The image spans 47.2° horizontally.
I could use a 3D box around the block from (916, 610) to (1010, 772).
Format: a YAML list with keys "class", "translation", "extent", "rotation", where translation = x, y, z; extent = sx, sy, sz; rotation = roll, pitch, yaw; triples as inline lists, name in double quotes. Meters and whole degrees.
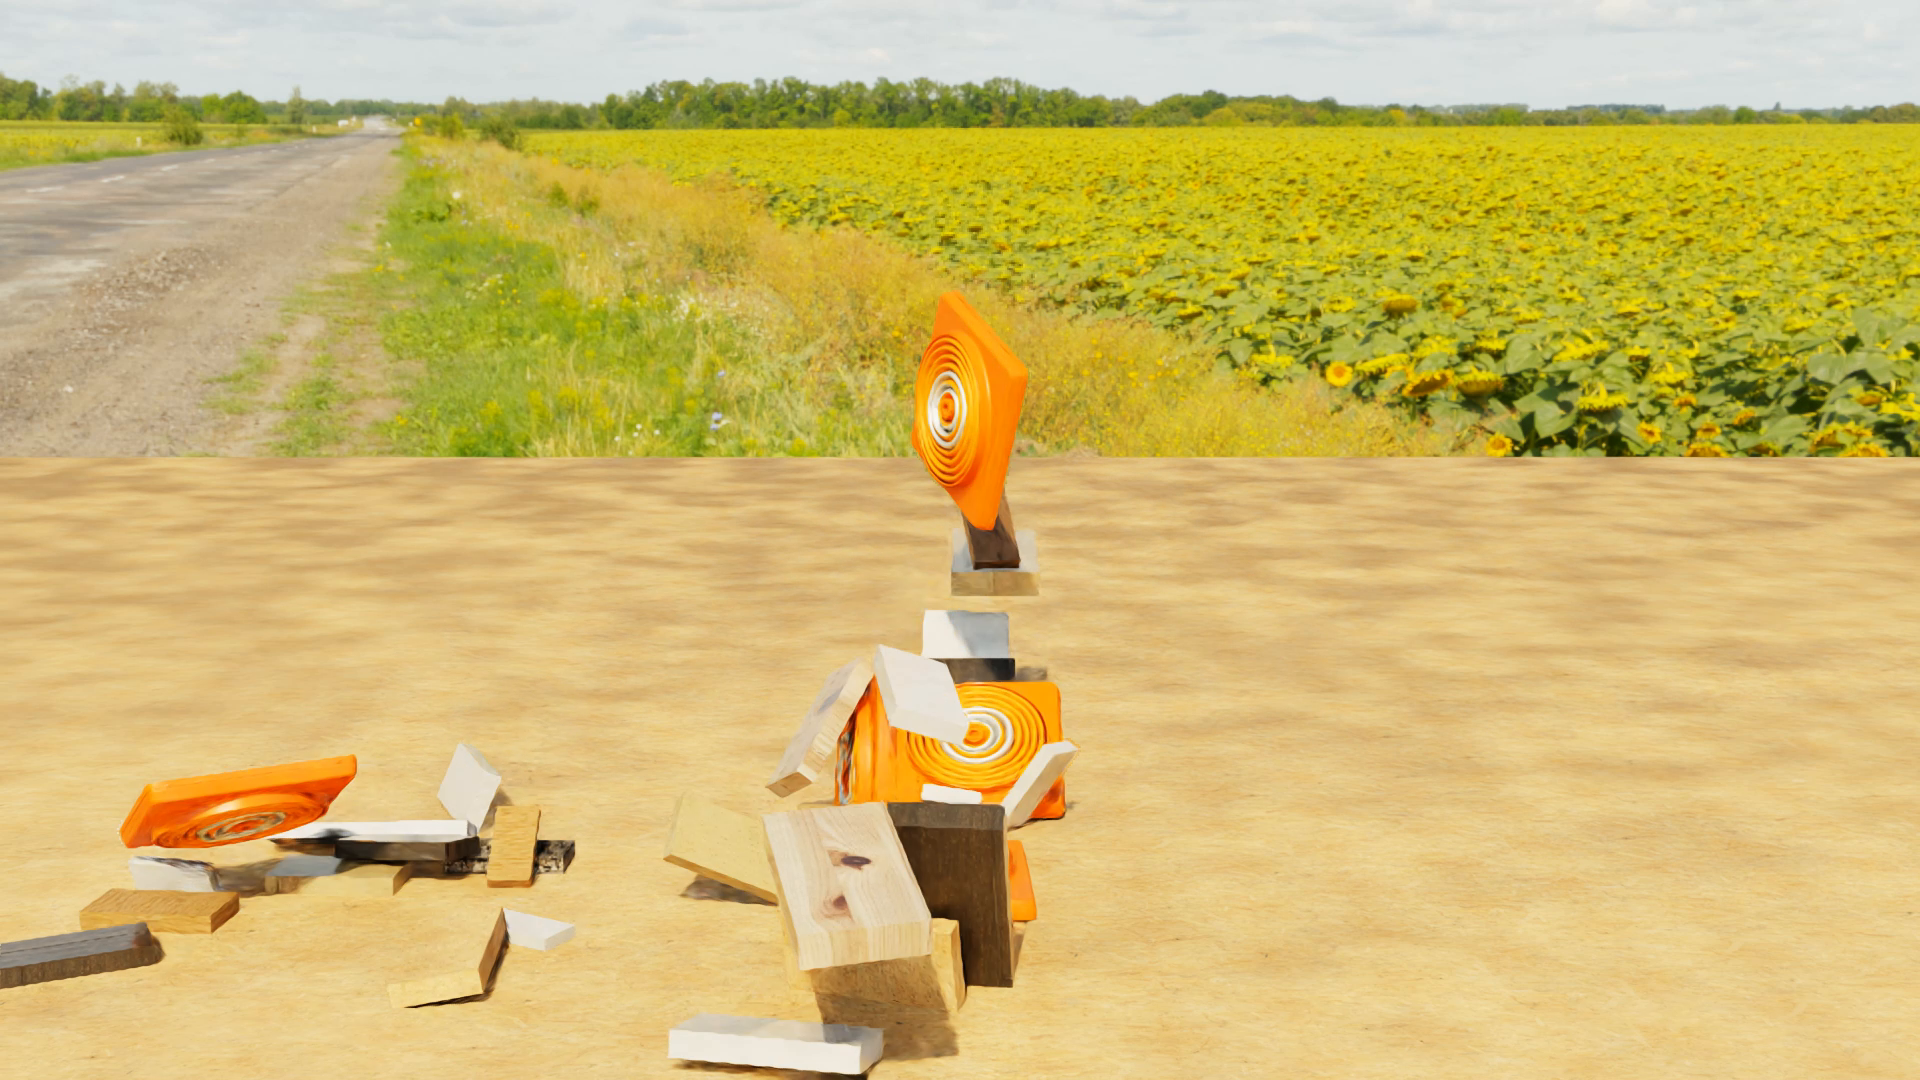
- class: "block"
  translation: [0.008, 0.303, 4.411]
  extent: [0.174, 0.348, 0.049]
  rotation: [1, -34, 3]

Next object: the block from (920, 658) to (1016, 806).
- class: "block"
  translation: [0.018, 0.368, 4.256]
  extent: [0.174, 0.049, 0.348]
  rotation: [0, 41, 2]

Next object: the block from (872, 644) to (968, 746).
- class: "block"
  translation: [-0.061, 0.228, 3.256]
  extent: [0.111, 0.031, 0.222]
  rotation: [17, 17, -15]

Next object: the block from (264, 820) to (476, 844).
- class: "block"
  translation: [-1.041, 0.517, 3.889]
  extent: [0.352, 0.026, 0.093]
  rotation: [0, -14, -2]

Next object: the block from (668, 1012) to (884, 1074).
- class: "block"
  translation: [-0.248, 0.683, 2.988]
  extent: [0.265, 0.037, 0.132]
  rotation: [2, -2, 12]

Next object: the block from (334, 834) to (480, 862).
- class: "block"
  translation: [-0.942, 0.523, 3.750]
  extent: [0.216, 0.031, 0.108]
  rotation: [-1, -1, 18]

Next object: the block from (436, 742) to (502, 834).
- class: "block"
  translation: [-0.910, 0.457, 4.074]
  extent: [0.031, 0.111, 0.222]
  rotation: [23, -1, -27]

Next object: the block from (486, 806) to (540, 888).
- class: "block"
  translation: [-0.760, 0.523, 3.746]
  extent: [0.072, 0.021, 0.159]
  rotation: [0, 44, -2]

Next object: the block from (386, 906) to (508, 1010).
- class: "block"
  translation: [-0.769, 0.626, 3.313]
  extent: [0.132, 0.037, 0.265]
  rotation: [-10, 11, -2]

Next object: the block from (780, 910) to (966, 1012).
- class: "block"
  translation: [-0.128, 0.606, 3.208]
  extent: [0.265, 0.132, 0.037]
  rotation: [4, 25, 19]

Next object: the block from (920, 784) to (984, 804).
- class: "block"
  translation: [-0.009, 0.478, 3.876]
  extent: [0.102, 0.029, 0.203]
  rotation: [8, -21, 7]

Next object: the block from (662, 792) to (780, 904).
- class: "block"
  translation: [-0.368, 0.504, 3.583]
  extent: [0.222, 0.111, 0.031]
  rotation: [25, -37, -21]

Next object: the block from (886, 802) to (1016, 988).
- class: "block"
  translation: [-0.013, 0.517, 3.188]
  extent: [0.168, 0.337, 0.048]
  rotation: [1, 39, 7]

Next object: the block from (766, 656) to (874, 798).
- class: "block"
  translation: [-0.213, 0.288, 3.387]
  extent: [0.032, 0.223, 0.112]
  rotation: [38, -33, -14]

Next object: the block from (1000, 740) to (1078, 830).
- class: "block"
  translation: [0.132, 0.443, 3.965]
  extent: [0.026, 0.186, 0.093]
  rotation: [43, 22, 23]

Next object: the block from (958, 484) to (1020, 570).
- class: "block"
  translation: [0.058, -0.027, 4.453]
  extent: [0.093, 0.186, 0.026]
  rotation: [-2, -34, -15]

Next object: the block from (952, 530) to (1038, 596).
- class: "block"
  translation: [0.071, 0.045, 4.570]
  extent: [0.174, 0.049, 0.348]
  rotation: [1, 14, 0]

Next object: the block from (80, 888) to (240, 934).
- class: "block"
  translation: [-1.288, 0.598, 3.542]
  extent: [0.216, 0.031, 0.108]
  rotation: [1, 11, 6]

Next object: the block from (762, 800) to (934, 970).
- class: "block"
  translation: [-0.151, 0.442, 2.851]
  extent: [0.168, 0.048, 0.337]
  rotation: [-5, 20, -11]

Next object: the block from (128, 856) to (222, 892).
- class: "block"
  translation: [-1.291, 0.559, 3.619]
  extent: [0.145, 0.072, 0.021]
  rotation: [3, 31, 14]

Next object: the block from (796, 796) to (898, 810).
- class: "block"
  translation: [-0.205, 0.485, 3.979]
  extent: [0.112, 0.032, 0.223]
  rotation: [-5, -4, -24]

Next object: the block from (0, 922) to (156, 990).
- class: "block"
  translation: [-1.413, 0.638, 3.323]
  extent: [0.361, 0.032, 0.112]
  rotation: [-5, 12, -26]

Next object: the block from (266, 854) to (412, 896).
- class: "block"
  translation: [-1.048, 0.566, 3.716]
  extent: [0.216, 0.031, 0.108]
  rotation: [1, 11, 3]

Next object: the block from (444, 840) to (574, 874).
- class: "block"
  translation: [-0.779, 0.549, 3.813]
  extent: [0.203, 0.029, 0.102]
  rotation: [0, 11, 1]

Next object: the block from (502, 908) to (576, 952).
- class: "block"
  translation: [-0.688, 0.616, 3.473]
  extent: [0.145, 0.021, 0.072]
  rotation: [6, 12, 30]
